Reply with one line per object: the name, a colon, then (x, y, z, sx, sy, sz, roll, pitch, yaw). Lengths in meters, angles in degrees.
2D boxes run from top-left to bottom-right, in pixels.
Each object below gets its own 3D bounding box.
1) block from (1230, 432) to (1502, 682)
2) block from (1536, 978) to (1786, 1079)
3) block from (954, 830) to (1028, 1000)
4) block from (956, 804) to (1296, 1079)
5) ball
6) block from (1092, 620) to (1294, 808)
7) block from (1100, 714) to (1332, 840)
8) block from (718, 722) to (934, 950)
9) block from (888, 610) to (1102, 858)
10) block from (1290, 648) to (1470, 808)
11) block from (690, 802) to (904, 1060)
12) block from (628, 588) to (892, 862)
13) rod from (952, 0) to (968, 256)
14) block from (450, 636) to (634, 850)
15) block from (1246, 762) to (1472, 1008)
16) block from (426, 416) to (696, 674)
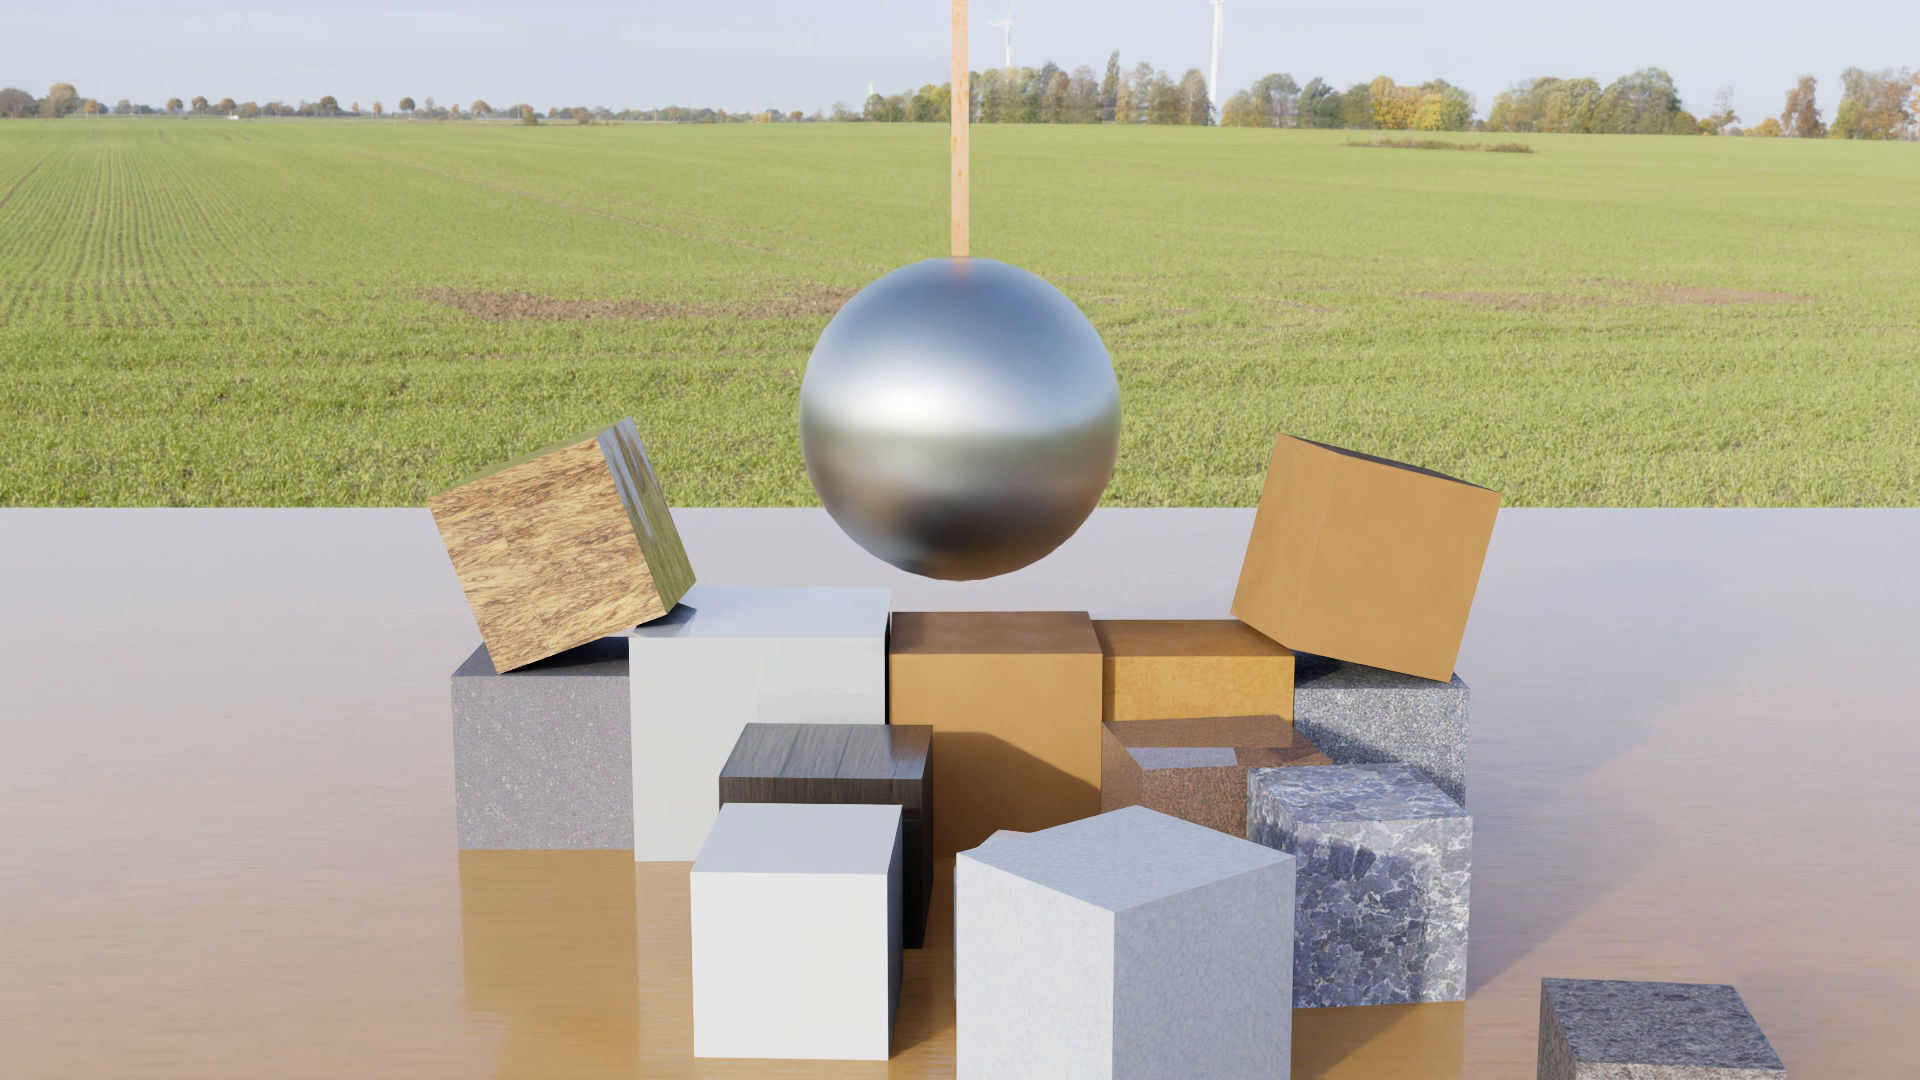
block: (2.049, 0.077, 11.198, 0.889, 0.979, 0.831, 12, 7, -15)
block: (2.235, 1.898, 7.109, 0.623, 0.722, 0.692, 1, 10, 6)
block: (0.373, 1.597, 9.190, 0.648, 0.570, 0.540, 4, 11, 20)
block: (0.605, 1.608, 8.096, 0.920, 0.939, 0.825, -9, 13, -39)
ball: (0.000, -0.598, 10.858, 1.600, 1.600, 1.600, 0, 10, 0)
block: (1.171, 0.989, 11.341, 0.949, 0.997, 0.854, 0, 10, 0)
block: (1.173, 1.306, 10.244, 0.871, 0.766, 0.826, -2, 10, -9)
block: (-0.590, 1.334, 10.062, 0.886, 0.775, 0.901, 0, 10, 2)
block: (0.167, 0.977, 11.300, 1.041, 1.035, 0.990, 0, 10, -1)
block: (2.086, 1.064, 11.382, 0.864, 0.835, 0.917, 0, 10, 0)
block: (-0.636, 1.560, 8.889, 0.753, 0.750, 0.892, 0, 10, 2)
block: (-0.985, 0.919, 11.353, 1.237, 1.129, 1.229, 0, 10, 0)
rod: (0.000, -3.962, 10.367, 0.080, 5.200, 0.080, 0, 8, 0)
block: (-2.066, 1.034, 11.386, 0.905, 0.893, 0.885, 0, 10, 0)
block: (1.676, 1.453, 9.374, 0.731, 0.788, 0.808, -1, 10, -7)
block: (-2.004, 0.007, 11.202, 0.909, 0.936, 0.845, -19, 9, 7)
